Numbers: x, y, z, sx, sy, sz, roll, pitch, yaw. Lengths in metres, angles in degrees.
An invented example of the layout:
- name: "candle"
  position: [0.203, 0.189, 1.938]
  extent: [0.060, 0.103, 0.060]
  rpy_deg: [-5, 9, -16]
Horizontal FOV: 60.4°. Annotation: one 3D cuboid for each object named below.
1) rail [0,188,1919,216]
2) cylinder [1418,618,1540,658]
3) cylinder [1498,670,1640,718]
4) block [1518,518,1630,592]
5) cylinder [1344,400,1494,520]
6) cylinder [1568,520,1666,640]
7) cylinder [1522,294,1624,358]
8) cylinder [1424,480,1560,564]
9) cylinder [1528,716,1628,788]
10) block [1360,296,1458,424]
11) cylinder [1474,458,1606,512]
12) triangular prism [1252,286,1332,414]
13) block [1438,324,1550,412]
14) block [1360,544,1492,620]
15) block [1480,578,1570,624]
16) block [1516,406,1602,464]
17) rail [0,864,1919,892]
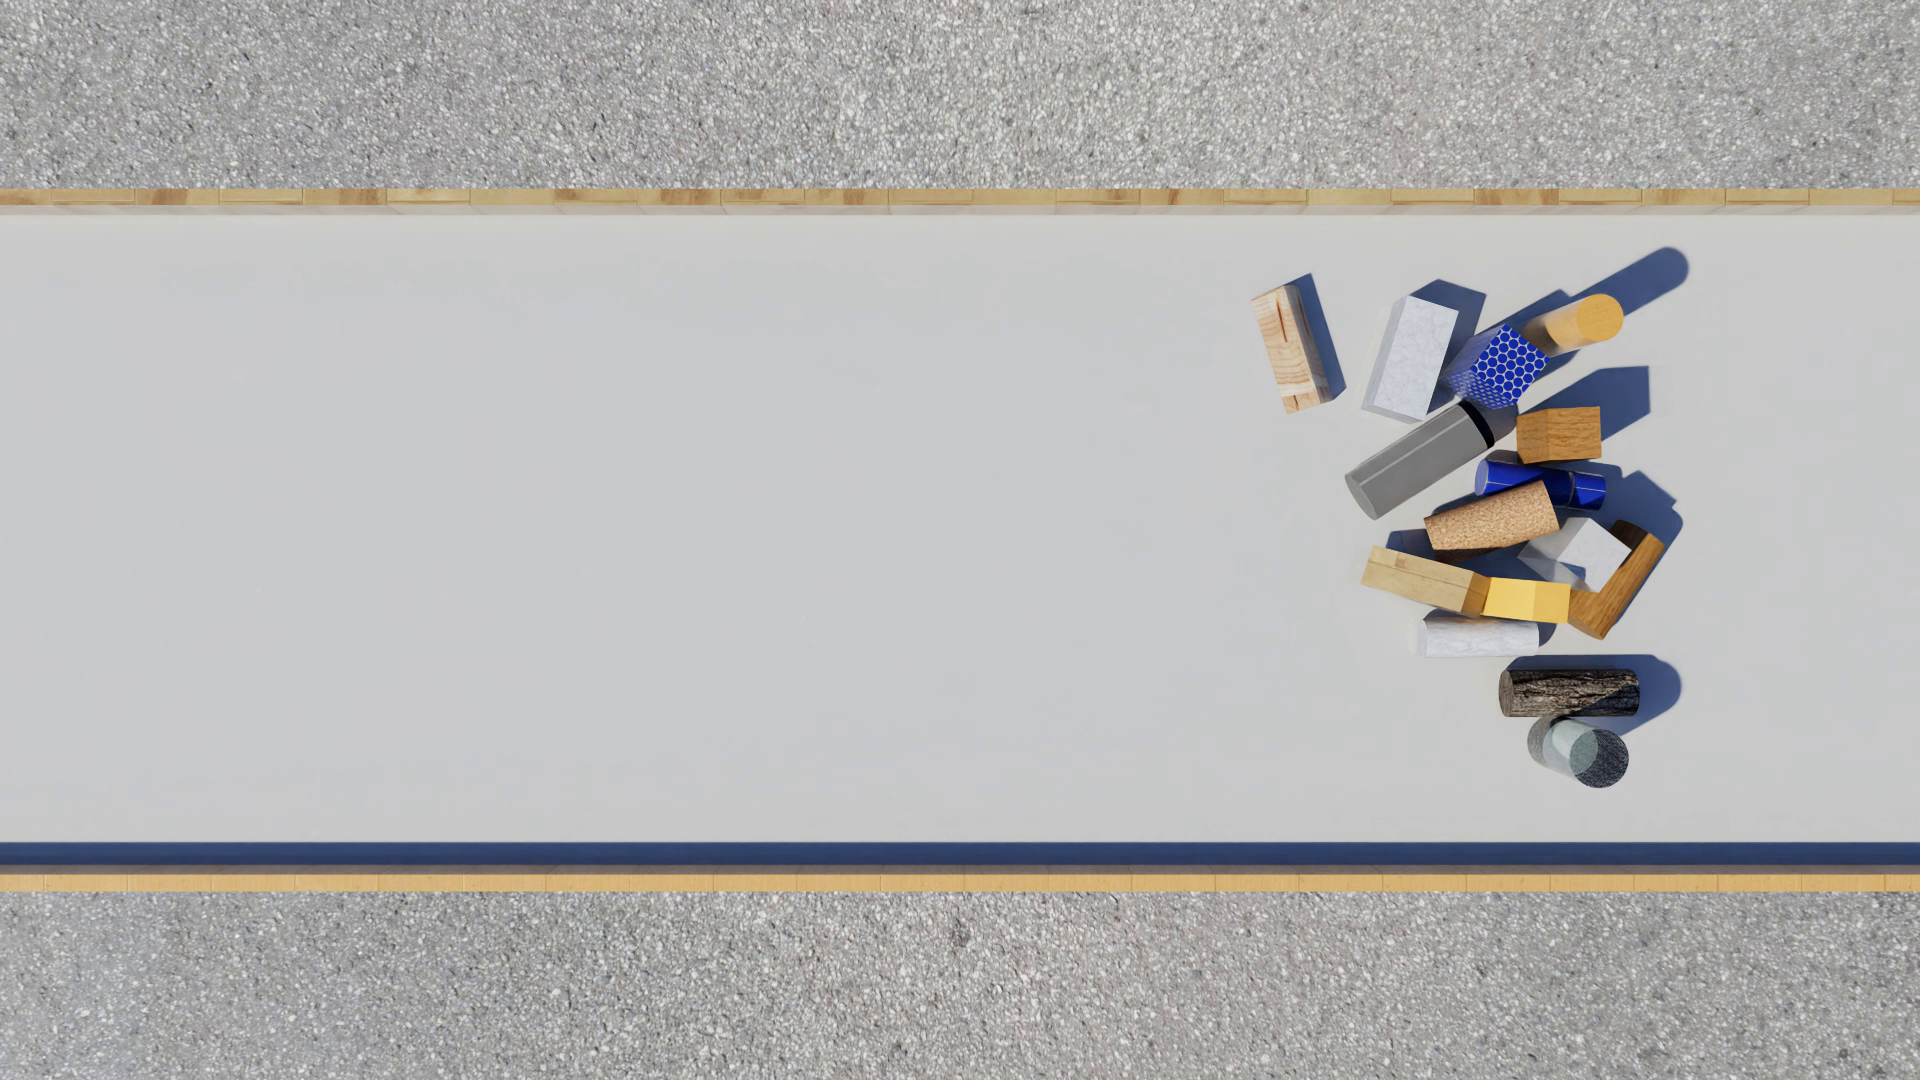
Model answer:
- name: "rail"
  position: [-2.247, -1.025, 5.002]
  extent: [12.000, 0.150, 0.050]
  rpy_deg: [0, 90, 0]
- name: "cylinder"
  position: [1.575, 0.298, 5.018]
  extent: [0.334, 0.117, 0.117]
  rpy_deg: [-1, 90, 0]
- name: "cylinder"
  position: [1.845, 0.465, 5.005]
  extent: [0.377, 0.143, 0.143]
  rpy_deg: [0, 90, 0]
- name: "block"
  position: [1.825, 0.041, 4.915]
  extent: [0.155, 0.318, 0.155]
  rpy_deg: [37, 90, -2]
- name: "cylinder"
  position: [1.390, -0.241, 4.993]
  extent: [0.419, 0.168, 0.168]
  rpy_deg: [-32, 90, 0]
- name: "cylinder"
  position: [1.968, 0.121, 4.995]
  extent: [0.162, 0.162, 0.332]
  rpy_deg: [34, 90, 0]
- name: "cylinder"
  position: [1.795, -0.624, 4.852]
  extent: [0.134, 0.449, 0.134]
  rpy_deg: [0, 90, 0]
- name: "cylinder"
  position: [1.592, -0.048, 4.948]
  extent: [0.358, 0.160, 0.160]
  rpy_deg: [-19, 90, 17]
- name: "cylinder"
  position: [1.828, 0.623, 4.893]
  extent: [0.170, 0.364, 0.170]
  rpy_deg: [0, 91, 1]
- name: "block"
  position: [1.360, -0.543, 4.997]
  extent: [0.159, 0.159, 0.342]
  rpy_deg: [18, 90, 0]
- name: "cylinder"
  position: [1.764, -0.166, 5.020]
  extent: [0.360, 0.114, 0.114]
  rpy_deg: [8, 90, 0]
- name: "triangular prism"
  position: [1.022, -0.584, 5.009]
  extent: [0.147, 0.127, 0.371]
  rpy_deg: [-17, 90, 0]
- name: "block"
  position: [1.584, -0.507, 4.914]
  extent: [0.165, 0.324, 0.165]
  rpy_deg: [38, 90, 0]
- name: "block"
  position: [1.386, 0.125, 4.917]
  extent: [0.336, 0.124, 0.124]
  rpy_deg: [18, 90, 43]
- name: "block"
  position: [1.613, 0.171, 4.855]
  extent: [0.112, 0.428, 0.112]
  rpy_deg: [5, 90, -15]
- name: "block"
  position: [1.780, -0.308, 4.914]
  extent: [0.148, 0.319, 0.148]
  rpy_deg: [-2, 90, 3]
- name: "rail"
  position: [-2.247, 1.025, 5.001]
  extent: [12.000, 0.150, 0.050]
  rpy_deg: [0, 90, 0]
